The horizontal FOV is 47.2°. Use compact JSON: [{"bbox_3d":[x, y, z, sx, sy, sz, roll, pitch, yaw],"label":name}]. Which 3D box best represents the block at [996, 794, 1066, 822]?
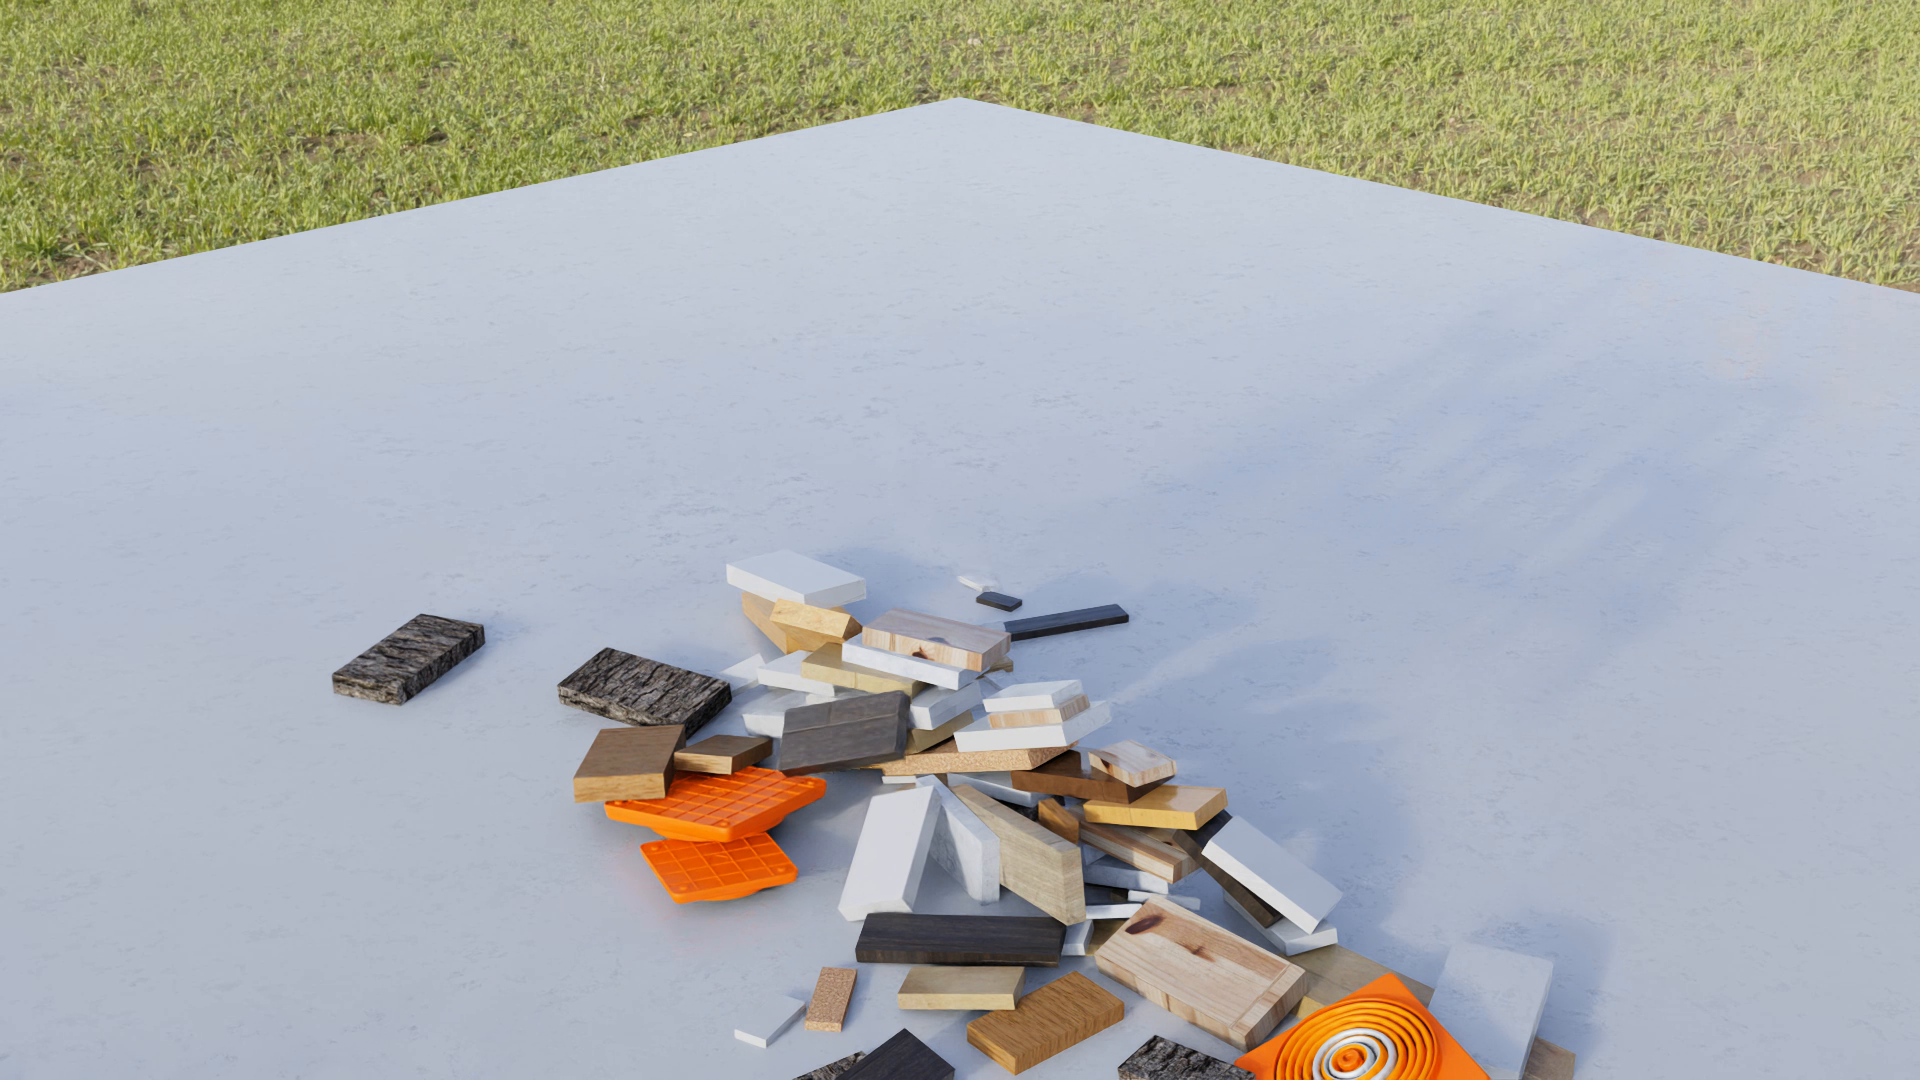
[{"bbox_3d":[0.090,0.533,4.362,0.219,0.031,0.109,-8,10,44],"label":"block"}]

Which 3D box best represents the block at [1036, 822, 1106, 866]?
[{"bbox_3d":[0.187,0.571,4.276,0.275,0.039,0.138,2,18,46],"label":"block"}]

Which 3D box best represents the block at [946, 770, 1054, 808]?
[{"bbox_3d":[0.093,0.475,4.356,0.219,0.031,0.109,9,23,41],"label":"block"}]

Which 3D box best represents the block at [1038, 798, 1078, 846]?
[{"bbox_3d":[0.181,0.594,4.106,0.028,0.198,0.099,-10,25,-26],"label":"block"}]

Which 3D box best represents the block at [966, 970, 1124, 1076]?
[{"bbox_3d":[0.148,0.826,3.770,0.249,0.035,0.125,-18,29,-36],"label":"block"}]

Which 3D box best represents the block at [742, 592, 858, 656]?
[{"bbox_3d":[-0.380,0.183,5.209,0.179,0.051,0.357,-9,18,-20],"label":"block"}]

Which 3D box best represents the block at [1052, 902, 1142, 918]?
[{"bbox_3d":[0.249,0.680,4.034,0.165,0.023,0.082,-2,-6,2],"label":"block"}]

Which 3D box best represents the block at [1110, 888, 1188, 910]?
[{"bbox_3d":[0.354,0.680,4.133,0.132,0.019,0.066,20,30,39],"label":"block"}]

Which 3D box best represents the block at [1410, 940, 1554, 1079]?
[{"bbox_3d":[0.880,0.798,3.694,0.171,0.048,0.342,9,25,21],"label":"block"}]

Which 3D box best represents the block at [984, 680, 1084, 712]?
[{"bbox_3d":[0.142,0.303,4.282,0.182,0.026,0.091,-8,10,45],"label":"block"}]

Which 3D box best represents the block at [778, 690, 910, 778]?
[{"bbox_3d":[-0.232,0.389,4.404,0.271,0.038,0.135,-11,57,26],"label":"block"}]

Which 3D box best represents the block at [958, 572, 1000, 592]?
[{"bbox_3d":[0.047,0.105,5.463,0.053,0.015,0.105,-8,20,-34],"label":"block"}]

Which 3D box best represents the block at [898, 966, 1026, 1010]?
[{"bbox_3d":[0.004,0.781,3.833,0.205,0.029,0.103,-3,15,14],"label":"block"}]

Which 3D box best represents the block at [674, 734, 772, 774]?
[{"bbox_3d":[-0.489,0.444,4.565,0.123,0.035,0.247,4,4,14],"label":"block"}]

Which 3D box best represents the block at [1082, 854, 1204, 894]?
[{"bbox_3d":[0.319,0.611,4.174,0.275,0.039,0.138,1,17,41],"label":"block"}]

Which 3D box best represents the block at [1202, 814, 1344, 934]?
[{"bbox_3d":[0.565,0.601,3.968,0.239,0.034,0.120,36,33,17],"label":"block"}]

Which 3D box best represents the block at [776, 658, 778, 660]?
[{"bbox_3d":[-0.348,0.271,5.065,0.140,0.020,0.070,-20,22,-24],"label":"block"}]

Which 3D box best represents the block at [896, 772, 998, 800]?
[{"bbox_3d":[-0.013,0.508,4.444,0.219,0.031,0.109,-1,16,44],"label":"block"}]

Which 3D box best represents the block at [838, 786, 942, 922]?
[{"bbox_3d":[-0.129,0.589,4.146,0.138,0.039,0.275,-14,37,26],"label":"block"}]

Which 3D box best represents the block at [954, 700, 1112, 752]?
[{"bbox_3d":[0.141,0.364,4.290,0.286,0.041,0.143,-9,10,44],"label":"block"}]

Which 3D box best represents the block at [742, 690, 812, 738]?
[{"bbox_3d":[-0.293,0.372,4.697,0.331,0.047,0.166,-2,15,46],"label":"block"}]

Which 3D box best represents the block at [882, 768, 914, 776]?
[{"bbox_3d":[-0.110,0.471,4.558,0.051,0.015,0.103,-21,9,-38],"label":"block"}]

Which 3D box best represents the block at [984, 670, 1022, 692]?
[{"bbox_3d":[0.102,0.325,4.977,0.051,0.014,0.102,-13,26,-28],"label":"block"}]

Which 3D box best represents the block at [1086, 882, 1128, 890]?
[{"bbox_3d":[0.310,0.641,4.182,0.132,0.019,0.066,0,16,37],"label":"block"}]

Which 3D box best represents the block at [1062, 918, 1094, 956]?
[{"bbox_3d":[0.154,0.721,3.991,0.165,0.023,0.082,-4,23,18],"label":"block"}]

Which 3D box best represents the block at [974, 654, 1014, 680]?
[{"bbox_3d":[0.020,0.290,5.045,0.183,0.026,0.091,-11,25,-24],"label":"block"}]

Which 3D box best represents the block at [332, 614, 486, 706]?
[{"bbox_3d":[-1.263,0.273,5.055,0.174,0.049,0.348,9,24,20],"label":"block"}]

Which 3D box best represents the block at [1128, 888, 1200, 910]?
[{"bbox_3d":[0.378,0.665,4.075,0.132,0.019,0.066,7,-5,5],"label":"block"}]

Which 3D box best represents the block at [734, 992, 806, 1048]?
[{"bbox_3d":[-0.326,0.827,3.789,0.063,0.018,0.126,12,26,27],"label":"block"}]

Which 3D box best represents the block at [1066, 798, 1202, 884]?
[{"bbox_3d":[0.334,0.553,4.127,0.275,0.039,0.138,20,29,39],"label":"block"}]

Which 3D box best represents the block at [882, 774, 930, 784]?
[{"bbox_3d":[-0.108,0.487,4.547,0.103,0.015,0.051,-8,11,46],"label":"block"}]

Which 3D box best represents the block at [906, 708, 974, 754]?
[{"bbox_3d":[-0.141,0.406,4.562,0.166,0.047,0.331,-23,5,-42],"label":"block"}]

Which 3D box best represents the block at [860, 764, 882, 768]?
[{"bbox_3d":[-0.159,0.463,4.605,0.051,0.015,0.103,-22,10,-42],"label":"block"}]

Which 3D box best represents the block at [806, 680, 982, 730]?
[{"bbox_3d":[-0.138,0.326,4.522,0.331,0.047,0.166,2,18,39],"label":"block"}]
